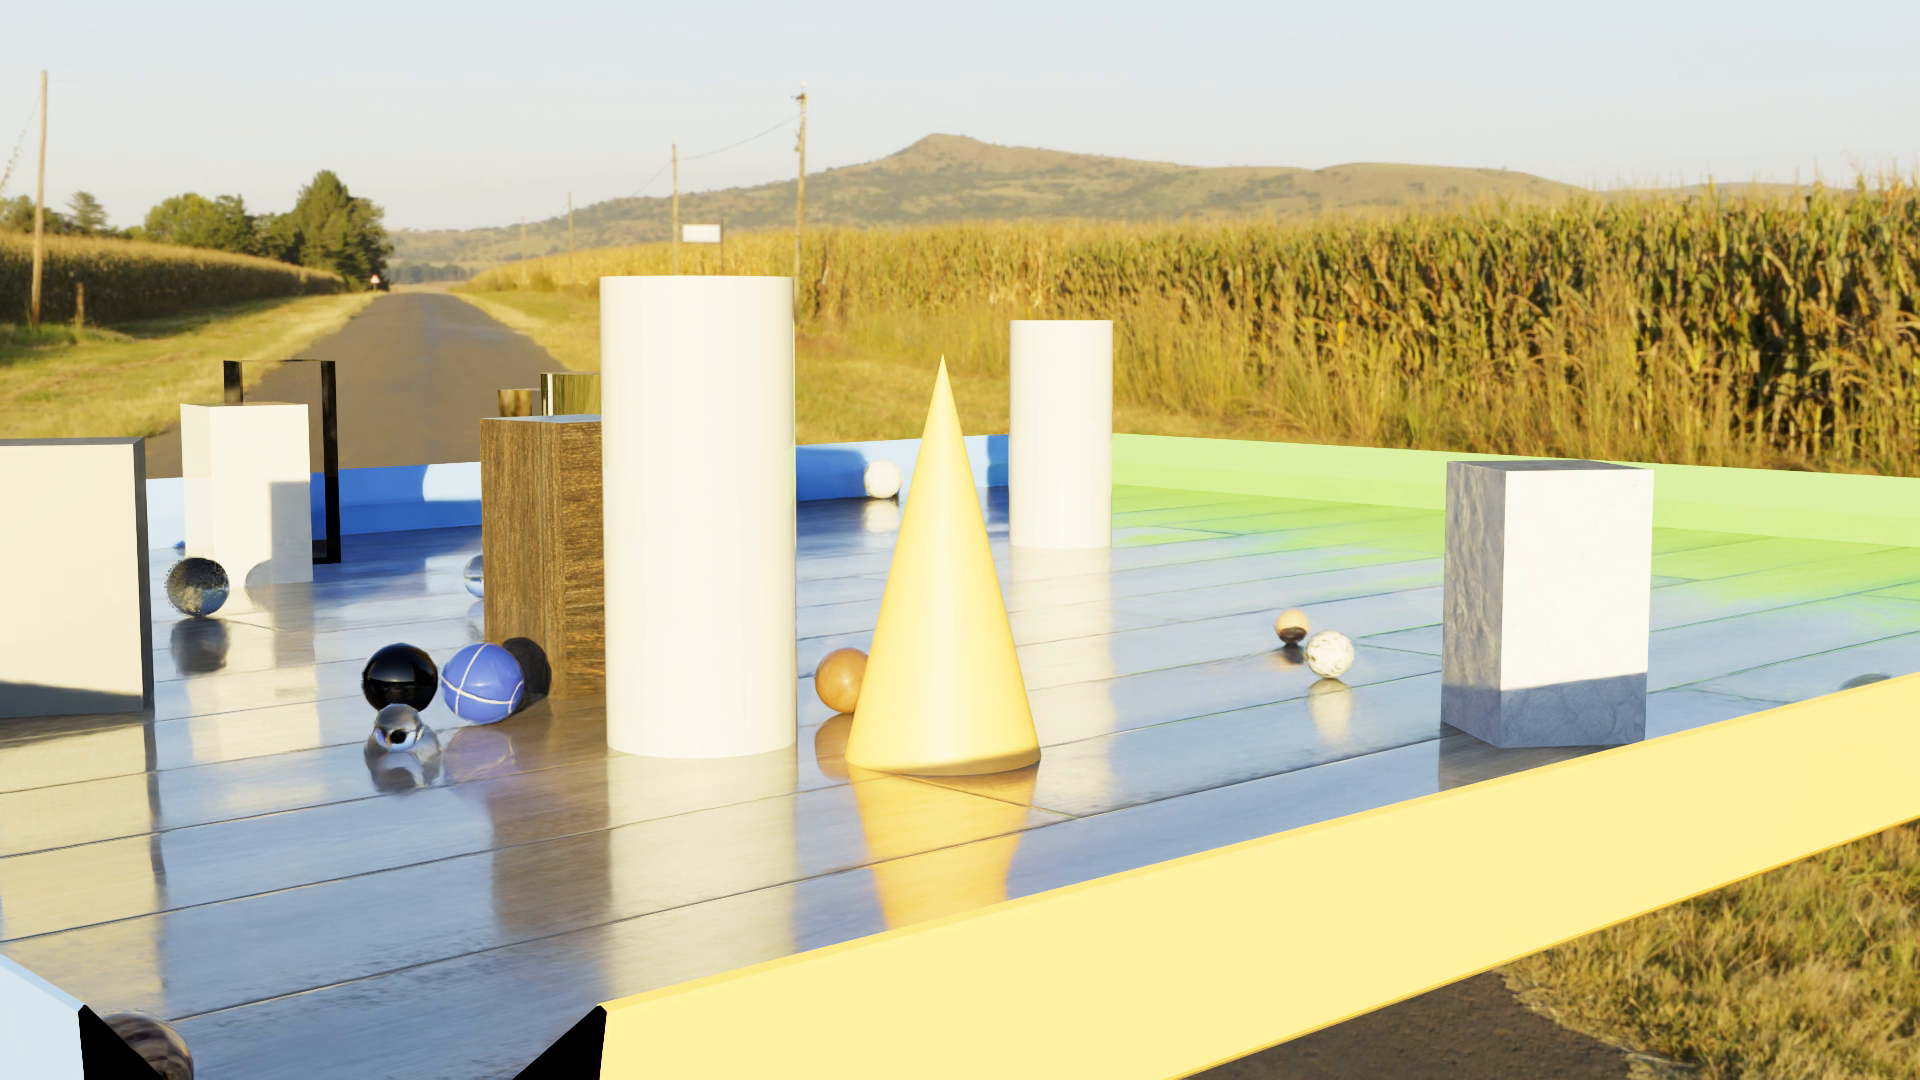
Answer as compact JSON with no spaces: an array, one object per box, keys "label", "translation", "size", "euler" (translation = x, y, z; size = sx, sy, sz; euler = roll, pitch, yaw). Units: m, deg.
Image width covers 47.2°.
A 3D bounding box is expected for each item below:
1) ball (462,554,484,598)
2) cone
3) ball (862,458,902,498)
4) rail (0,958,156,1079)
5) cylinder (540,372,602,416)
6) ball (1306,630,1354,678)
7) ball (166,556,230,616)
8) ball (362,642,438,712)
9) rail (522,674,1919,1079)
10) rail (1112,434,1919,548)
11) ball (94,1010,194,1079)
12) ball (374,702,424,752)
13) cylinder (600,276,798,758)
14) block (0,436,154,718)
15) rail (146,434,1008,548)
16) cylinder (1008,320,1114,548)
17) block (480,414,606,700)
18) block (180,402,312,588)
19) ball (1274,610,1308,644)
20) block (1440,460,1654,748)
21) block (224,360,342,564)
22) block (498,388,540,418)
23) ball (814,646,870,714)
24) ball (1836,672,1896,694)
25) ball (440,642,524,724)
[{"label":"ball","translation":[-0.734,0.056,3.406],"size":[0.071,0.071,0.071],"euler":[0,6,0]},{"label":"cone","translation":[-0.017,0.016,2.191],"size":[0.198,0.402,0.198],"euler":[0,6,0]},{"label":"ball","translation":[-0.184,-0.145,5.220],"size":[0.095,0.095,0.095],"euler":[0,6,0]},{"label":"rail","translation":[-1.365,0.164,2.079],"size":[0.045,0.129,3.219],"euler":[-5,8,-42]},{"label":"cylinder","translation":[-0.494,-0.059,3.131],"size":[0.198,0.357,0.198],"euler":[0,6,0]},{"label":"ball","translation":[0.449,0.139,2.674],"size":[0.058,0.058,0.058],"euler":[0,6,0]},{"label":"ball","translation":[-1.111,0.068,3.210],"size":[0.088,0.088,0.088],"euler":[0,6,0]},{"label":"ball","translation":[-0.614,0.154,2.412],"size":[0.083,0.083,0.083],"euler":[0,6,0]},{"label":"rail","translation":[1.075,0.154,2.173],"size":[3.761,0.129,0.045],"euler":[-5,8,-42]},{"label":"rail","translation":[1.365,-0.097,4.584],"size":[0.045,0.129,3.219],"euler":[-5,8,-42]},{"label":"ball","translation":[-0.445,0.288,1.167],"size":[0.075,0.075,0.075],"euler":[0,6,0]},{"label":"ball","translation":[-0.569,0.190,2.226],"size":[0.050,0.050,0.050],"euler":[0,6,0]},{"label":"cylinder","translation":[-0.268,-0.030,2.269],"size":[0.198,0.478,0.198],"euler":[0,6,0]},{"label":"block","translation":[-1.009,0.037,2.493],"size":[0.159,0.298,0.159],"euler":[-2,6,-16]},{"label":"rail","translation":[-1.075,-0.087,4.491],"size":[3.761,0.129,0.045],"euler":[-5,8,-42]},{"label":"cylinder","translation":[0.193,-0.206,4.205],"size":[0.198,0.426,0.198],"euler":[0,6,0]},{"label":"block","translation":[-0.457,0.013,2.624],"size":[0.159,0.318,0.159],"euler":[5,8,42]},{"label":"block","translation":[-1.180,-0.079,3.636],"size":[0.159,0.291,0.159],"euler":[-4,7,-35]},{"label":"ball","translation":[0.445,0.116,2.951],"size":[0.046,0.046,0.046],"euler":[0,6,0]},{"label":"block","translation":[0.616,0.062,2.322],"size":[0.159,0.283,0.159],"euler":[-1,6,-9]},{"label":"block","translation":[-1.205,-0.140,3.907],"size":[0.159,0.357,0.159],"euler":[-3,7,-29]},{"label":"block","translation":[-0.713,-0.119,3.954],"size":[0.159,0.304,0.159],"euler":[4,7,31]},{"label":"ball","translation":[-0.124,0.155,2.439],"size":[0.074,0.074,0.074],"euler":[0,6,0]},{"label":"ball","translation":[0.938,0.173,2.259],"size":[0.075,0.075,0.075],"euler":[0,6,0]},{"label":"ball","translation":[-0.515,0.155,2.373],"size":[0.089,0.089,0.089],"euler":[0,6,0]}]
